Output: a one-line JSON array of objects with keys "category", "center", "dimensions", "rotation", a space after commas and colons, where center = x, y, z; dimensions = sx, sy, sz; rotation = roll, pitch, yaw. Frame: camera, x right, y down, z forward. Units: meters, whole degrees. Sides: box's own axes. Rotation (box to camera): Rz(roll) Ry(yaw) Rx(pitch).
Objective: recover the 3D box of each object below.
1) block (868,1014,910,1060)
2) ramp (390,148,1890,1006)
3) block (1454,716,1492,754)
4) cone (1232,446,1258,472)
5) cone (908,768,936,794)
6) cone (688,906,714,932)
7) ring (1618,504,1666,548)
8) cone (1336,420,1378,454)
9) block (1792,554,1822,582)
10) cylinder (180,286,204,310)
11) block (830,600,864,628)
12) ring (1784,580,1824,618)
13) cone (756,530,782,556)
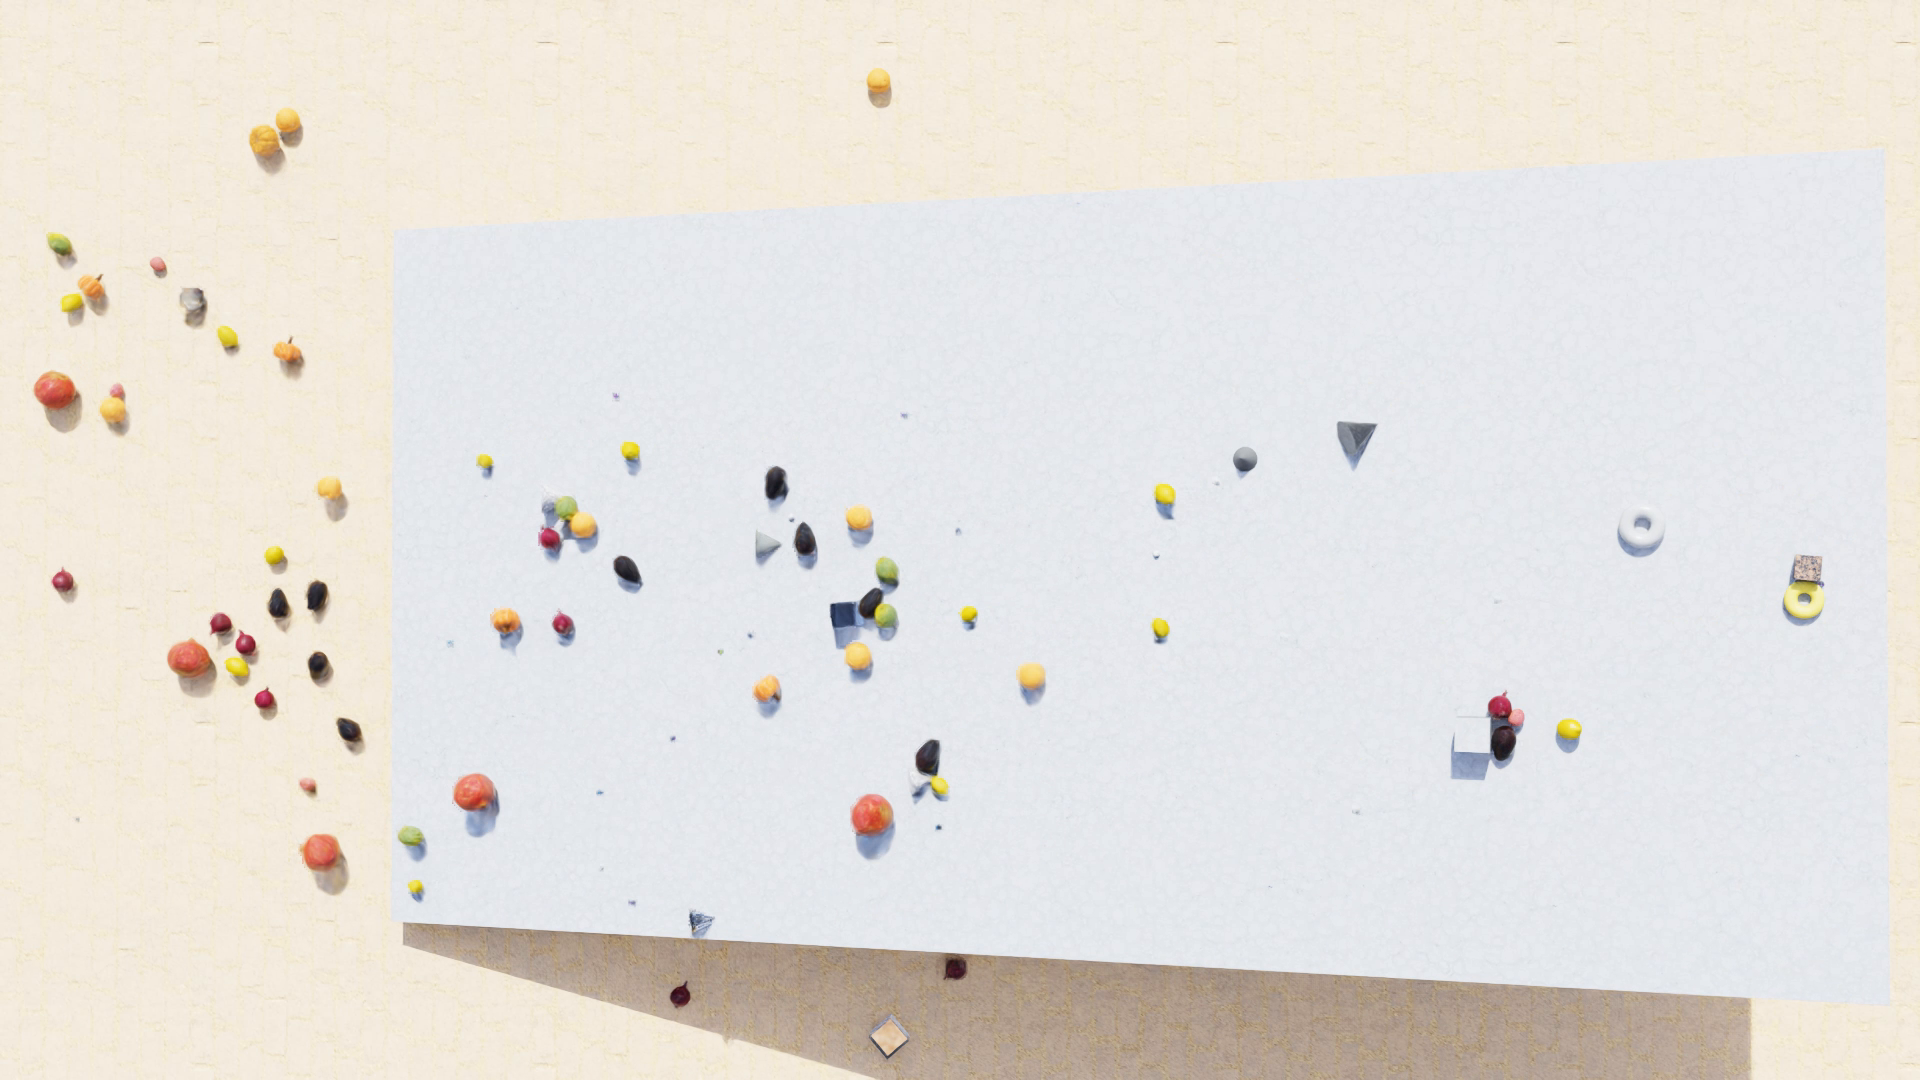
[{"category": "block", "center": [-0.206, 1.444, 6.396], "dimensions": [0.083, 0.083, 0.083], "rotation": [-40, 89, -1]}, {"category": "ramp", "center": [0.276, 0.093, 5.793], "dimensions": [4.000, 0.100, 2.000], "rotation": [0, 89, 18]}, {"category": "block", "center": [1.255, 0.474, 5.374], "dimensions": [0.083, 0.083, 0.083], "rotation": [1, 89, 18]}, {"category": "cone", "center": [0.716, -0.206, 5.568], "dimensions": [0.064, 0.064, 0.064], "rotation": [0, 89, 18]}, {"category": "cone", "center": [-0.096, 0.633, 5.836], "dimensions": [0.074, 0.074, 0.074], "rotation": [-8, 89, -12]}, {"category": "cone", "center": [-0.704, 1.041, 6.027], "dimensions": [0.072, 0.072, 0.072], "rotation": [4, 89, -20]}, {"category": "ring", "center": [1.639, -0.034, 5.282], "dimensions": [0.109, 0.036, 0.109], "rotation": [-1, 88, 17]}, {"category": "cone", "center": [1.004, -0.273, 5.488], "dimensions": [0.092, 0.092, 0.092], "rotation": [-24, 89, -11]}, {"category": "block", "center": [1.988, 0.065, 5.156], "dimensions": [0.058, 0.058, 0.058], "rotation": [5, 91, 18]}, {"category": "cylinder", "center": [-2.249, -0.706, 6.434], "dimensions": [0.062, 0.062, 0.062], "rotation": [6, 93, 0]}, {"category": "block", "center": [-0.305, 0.199, 5.892], "dimensions": [0.067, 0.067, 0.067], "rotation": [-6, 87, 18]}, {"category": "ring", "center": [1.985, 0.140, 5.171], "dimensions": [0.091, 0.030, 0.091], "rotation": [-1, 88, 18]}, {"category": "cone", "center": [-0.518, 0.009, 5.981], "dimensions": [0.074, 0.074, 0.074], "rotation": [0, 89, -9]}]
